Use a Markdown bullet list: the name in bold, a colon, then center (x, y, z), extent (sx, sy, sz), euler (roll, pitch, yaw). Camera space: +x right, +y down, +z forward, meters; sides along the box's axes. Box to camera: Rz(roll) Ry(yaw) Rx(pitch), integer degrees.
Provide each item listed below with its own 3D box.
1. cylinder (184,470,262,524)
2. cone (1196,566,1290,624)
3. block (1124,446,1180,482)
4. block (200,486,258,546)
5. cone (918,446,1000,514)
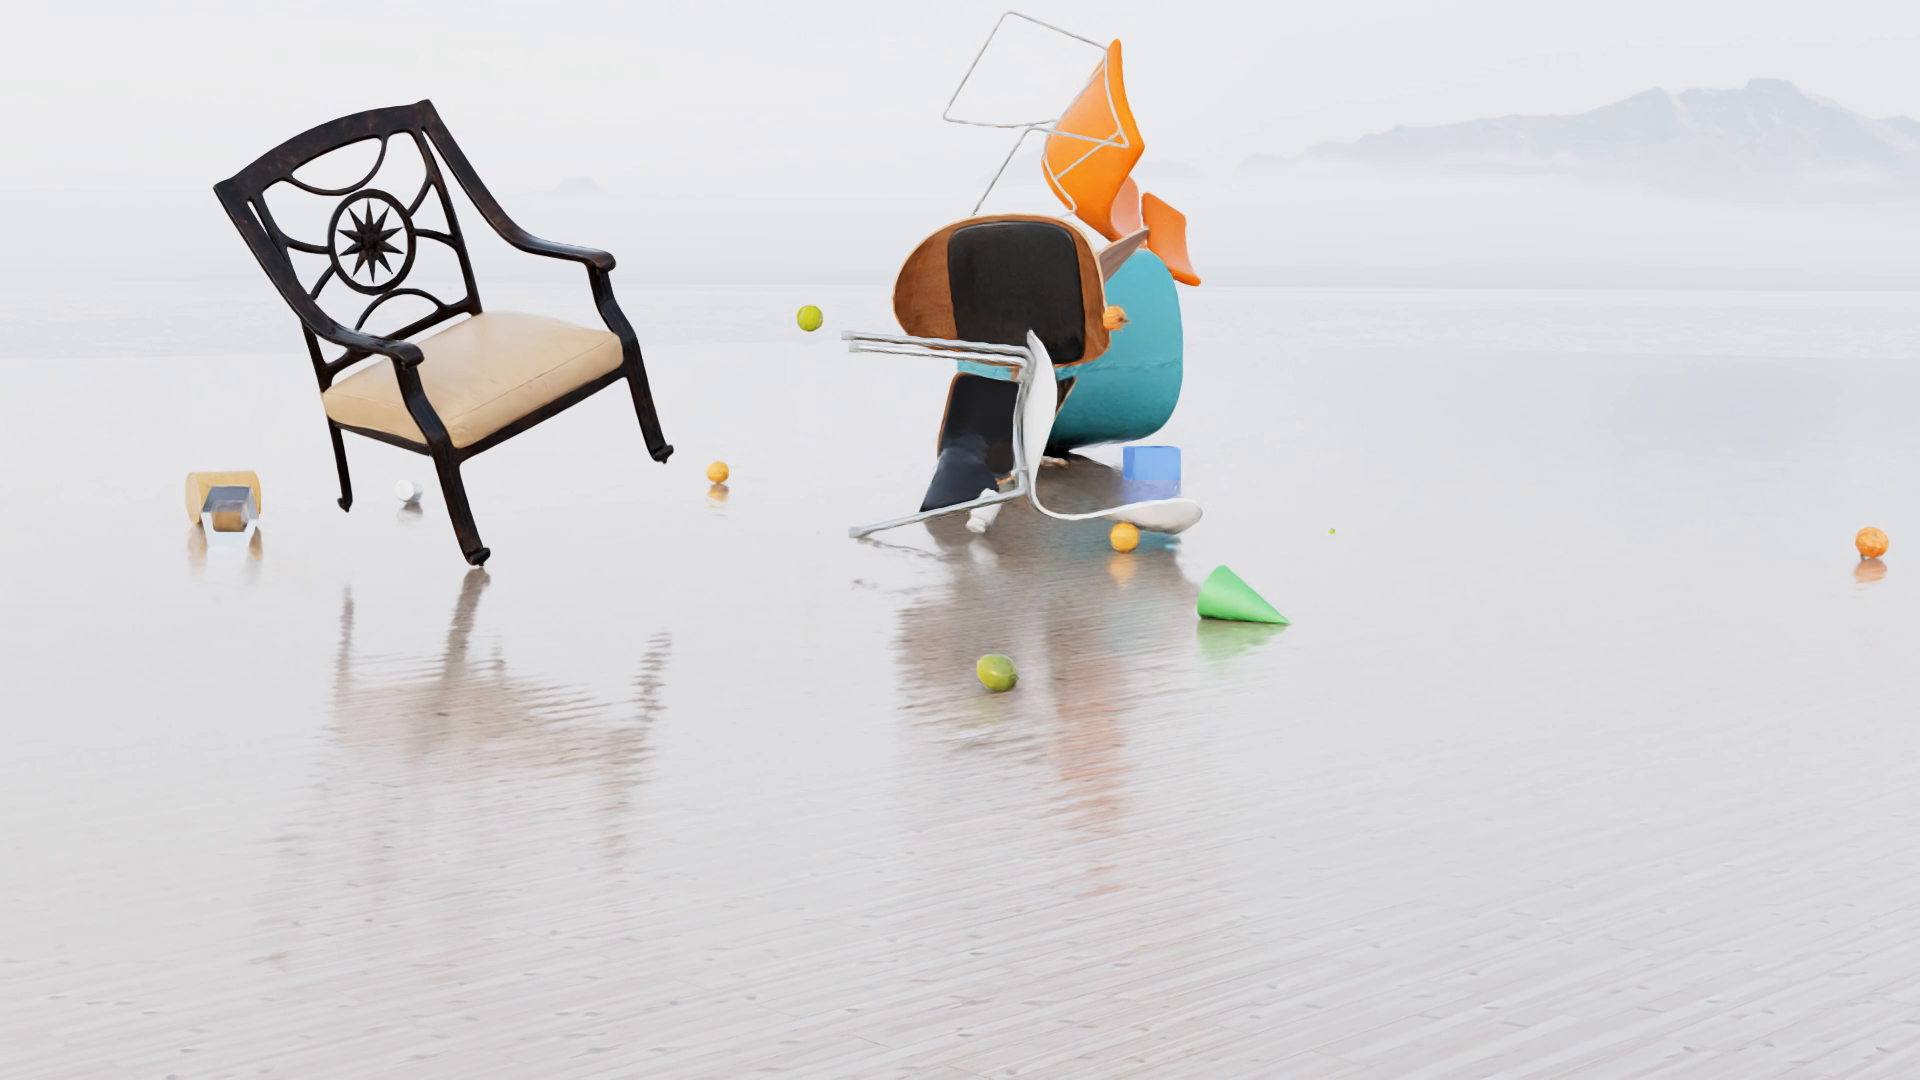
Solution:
- **cylinder**: center (-1.969, -0.116, 6.857), extent (0.161, 0.138, 0.151), euler (-4, 24, -32)
- **cone**: center (0.559, 0.129, 4.906), extent (0.181, 0.112, 0.098), euler (23, -24, 32)
- **block**: center (0.622, -0.250, 8.324), extent (0.157, 0.105, 0.123), euler (-1, 6, -13)
- **block**: center (-1.785, -0.058, 6.273), extent (0.097, 0.101, 0.110), euler (0, 37, 2)
- **cone**: center (-0.044, -0.127, 7.221), extent (0.129, 0.217, 0.317), euler (-49, -7, 35)
